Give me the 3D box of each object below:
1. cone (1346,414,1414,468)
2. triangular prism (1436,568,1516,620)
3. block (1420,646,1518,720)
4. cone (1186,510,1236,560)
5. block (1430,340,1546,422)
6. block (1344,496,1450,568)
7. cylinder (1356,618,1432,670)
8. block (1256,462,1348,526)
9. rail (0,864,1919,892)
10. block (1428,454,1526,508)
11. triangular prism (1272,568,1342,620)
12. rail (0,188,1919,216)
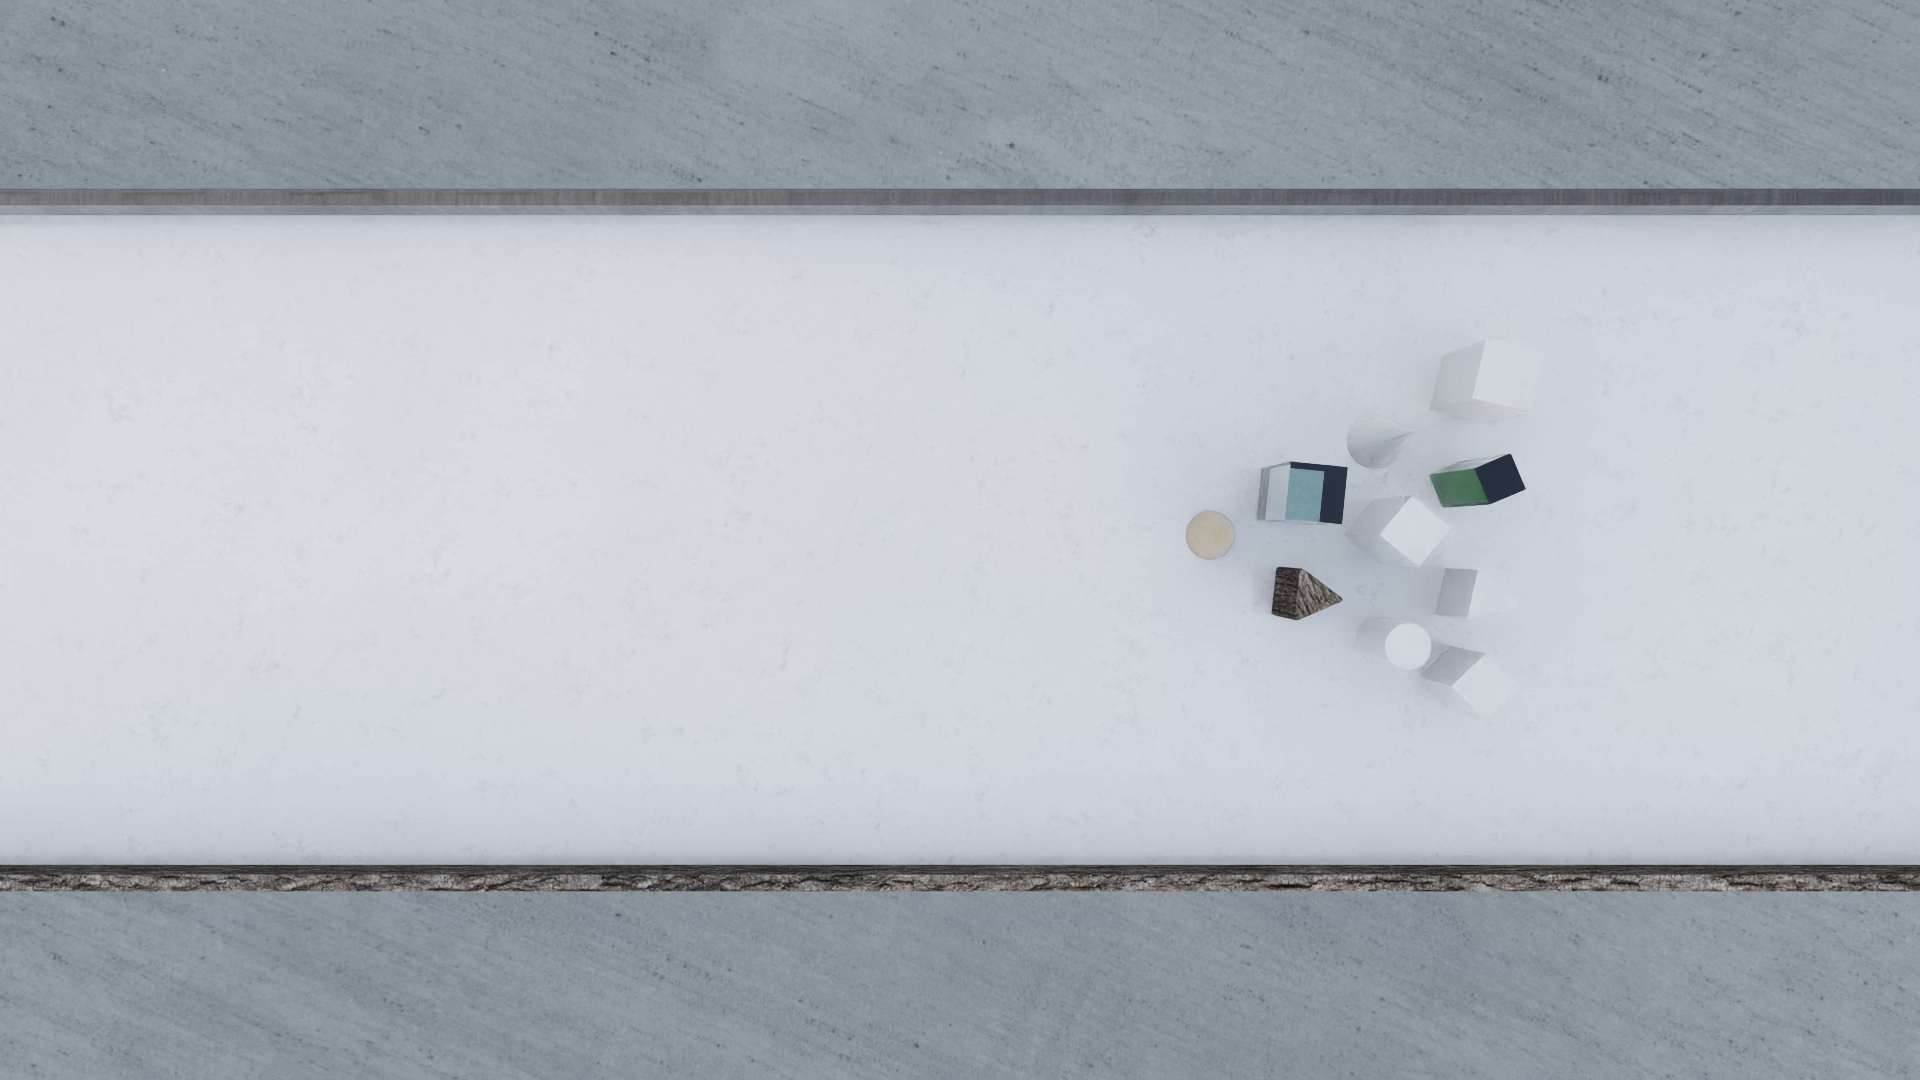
[{"bbox_3d":[1.274,-0.303,4.851,0.166,0.451,0.166,0,90,0],"label":"cone"},{"bbox_3d":[1.518,0.146,4.917,0.149,0.318,0.129,-17,90,0],"label":"triangular prism"},{"bbox_3d":[1.510,0.423,4.909,0.137,0.335,0.137,-44,90,0],"label":"block"},{"bbox_3d":[0.771,-0.014,4.854,0.152,0.446,0.152,0,90,0],"label":"cone"},{"bbox_3d":[1.550,-0.465,4.867,0.172,0.419,0.172,13,90,0],"label":"block"},{"bbox_3d":[1.282,-0.025,4.861,0.143,0.432,0.143,39,90,0],"label":"block"},{"bbox_3d":[1.286,0.305,4.904,0.134,0.345,0.134,0,90,0],"label":"cylinder"},{"bbox_3d":[1.001,-0.133,4.854,0.162,0.446,0.162,6,90,0],"label":"block"},{"bbox_3d":[-2.247,1.025,5.001,12.000,0.150,0.050,0,90,0],"label":"rail"},{"bbox_3d":[1.515,-0.172,4.851,0.111,0.452,0.111,-23,90,0],"label":"block"},{"bbox_3d":[1.003,0.142,4.900,0.147,0.354,0.127,-23,90,0],"label":"triangular prism"},{"bbox_3d":[-2.247,-1.025,5.002,12.000,0.150,0.050,0,90,0],"label":"rail"}]
